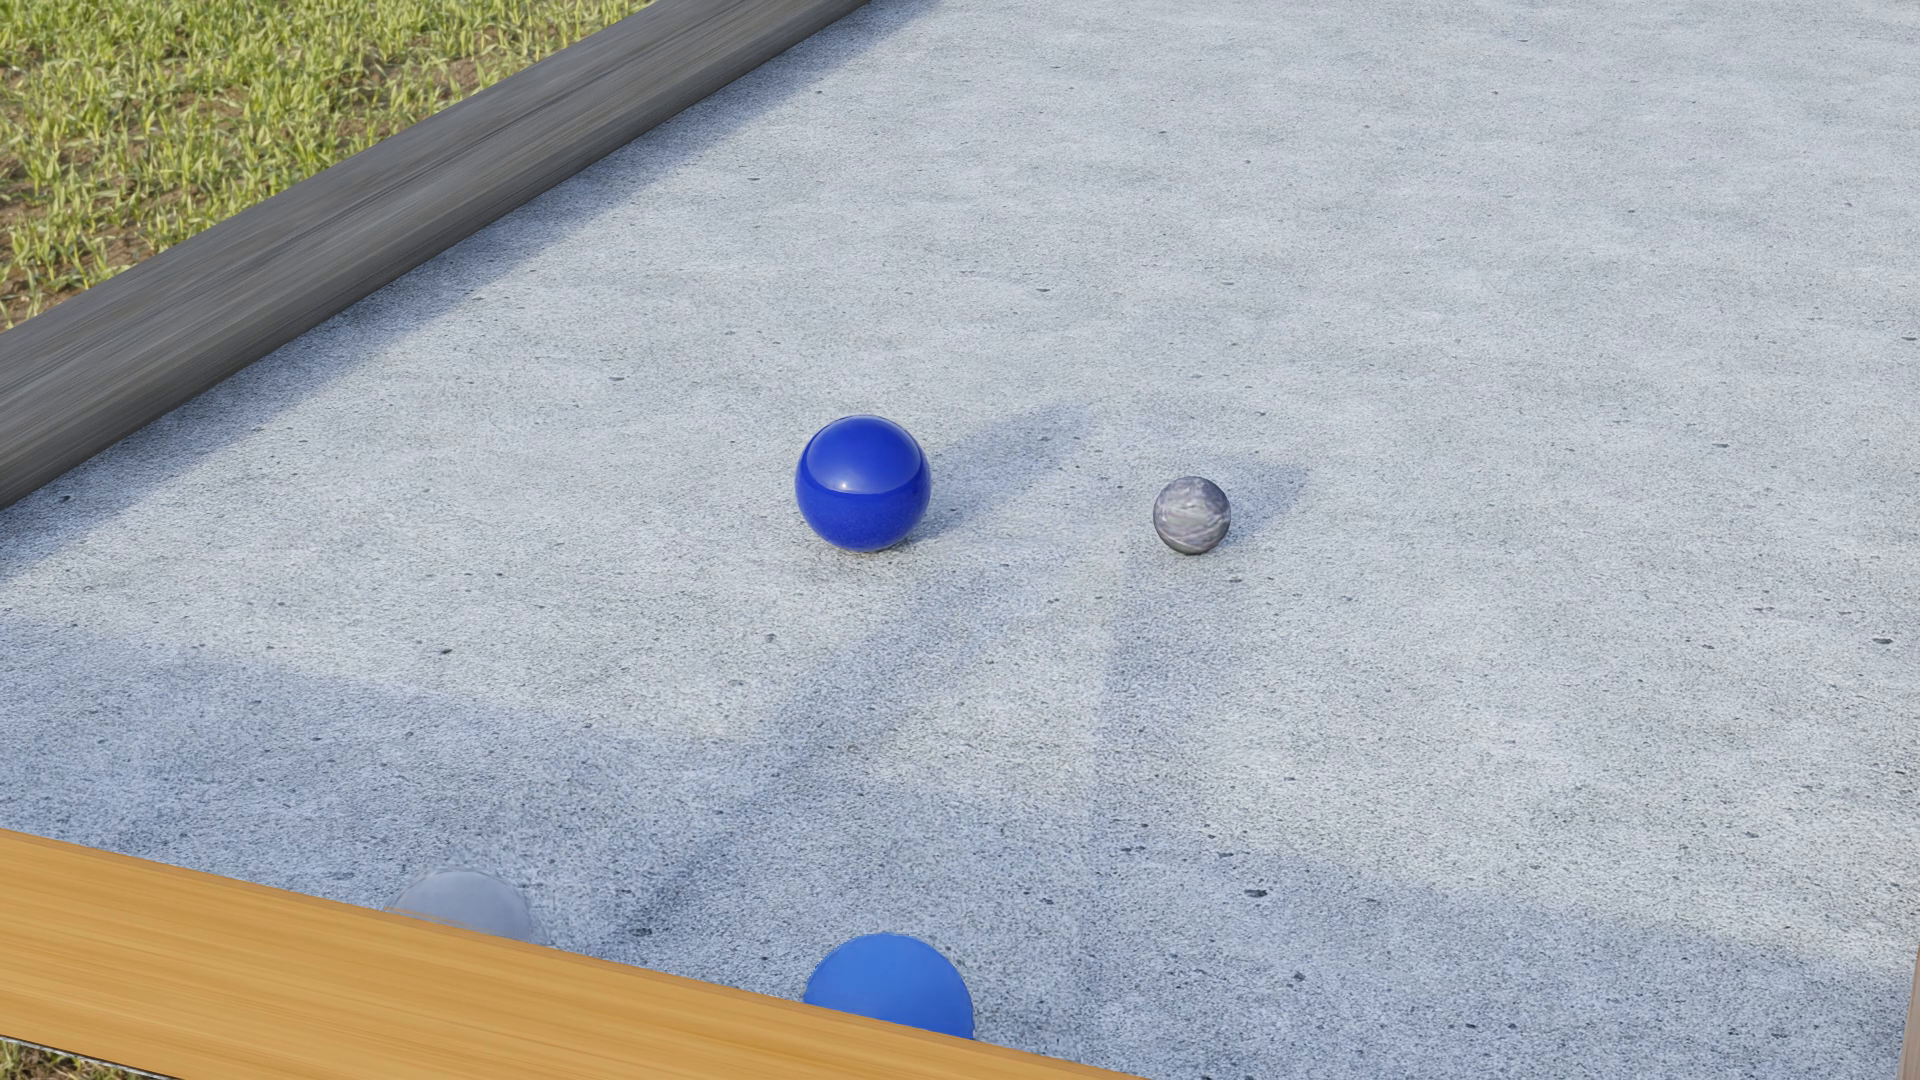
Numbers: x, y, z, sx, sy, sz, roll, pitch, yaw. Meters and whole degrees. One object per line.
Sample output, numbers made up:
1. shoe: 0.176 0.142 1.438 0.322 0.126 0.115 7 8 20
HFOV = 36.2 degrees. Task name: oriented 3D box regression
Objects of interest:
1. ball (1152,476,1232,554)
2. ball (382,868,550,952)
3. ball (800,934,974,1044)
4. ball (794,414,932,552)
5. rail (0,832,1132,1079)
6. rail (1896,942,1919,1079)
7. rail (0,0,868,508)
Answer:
1. ball: 0.157 -0.017 1.991 0.053 0.053 0.053 0 24 0
2. ball: -0.247 0.206 1.453 0.088 0.088 0.088 0 24 0
3. ball: -0.035 0.230 1.404 0.084 0.084 0.084 0 24 0
4. ball: -0.066 -0.038 1.990 0.093 0.093 0.093 0 24 0
5. rail: -0.232 0.221 1.376 1.352 0.121 0.045 9 26 19
6. rail: 0.849 -0.183 2.276 0.045 0.121 2.668 9 26 19
7. rail: -0.367 -0.377 2.705 0.045 0.121 2.668 9 26 19
